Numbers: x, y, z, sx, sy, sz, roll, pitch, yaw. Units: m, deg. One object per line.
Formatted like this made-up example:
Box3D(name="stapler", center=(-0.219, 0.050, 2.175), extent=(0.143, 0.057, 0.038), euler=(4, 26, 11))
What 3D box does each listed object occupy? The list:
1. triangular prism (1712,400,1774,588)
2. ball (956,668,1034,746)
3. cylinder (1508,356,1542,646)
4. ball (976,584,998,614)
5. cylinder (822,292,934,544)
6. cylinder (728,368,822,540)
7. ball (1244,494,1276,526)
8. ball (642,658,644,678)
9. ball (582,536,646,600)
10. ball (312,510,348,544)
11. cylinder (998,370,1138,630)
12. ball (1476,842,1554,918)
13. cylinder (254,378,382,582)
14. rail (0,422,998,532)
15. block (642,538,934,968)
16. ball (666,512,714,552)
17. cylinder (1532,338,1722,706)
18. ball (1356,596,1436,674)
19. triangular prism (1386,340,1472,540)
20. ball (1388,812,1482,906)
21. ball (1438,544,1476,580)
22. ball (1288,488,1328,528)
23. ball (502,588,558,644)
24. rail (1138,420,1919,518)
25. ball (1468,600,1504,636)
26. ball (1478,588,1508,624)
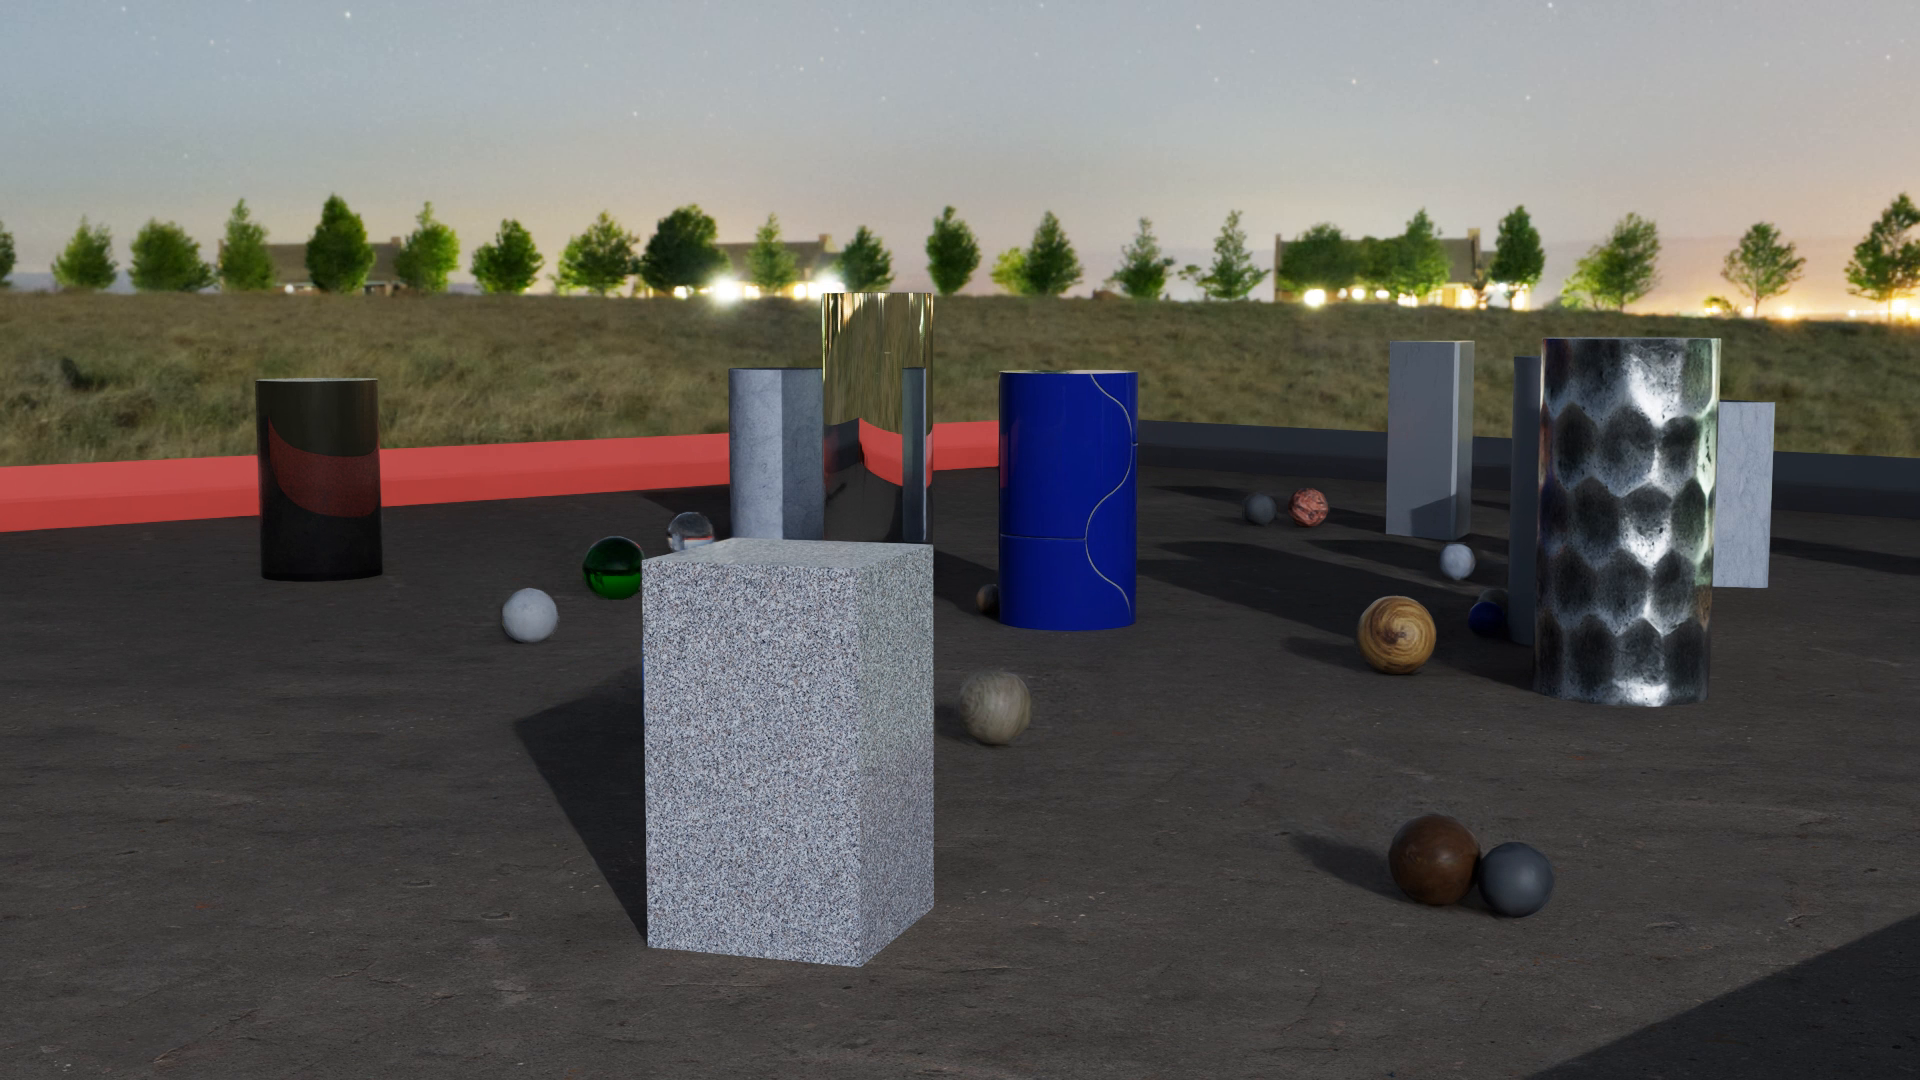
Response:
Box3D(name="triangular prism", center=(1.236, -0.081, 3.626), extent=(0.172, 0.298, 0.149), euler=(1, 6, 13))
Box3D(name="ball", center=(0.036, 0.172, 2.260), extent=(0.079, 0.079, 0.079), euler=(0, 6, 0))
Box3D(name="cylinder", center=(0.846, -0.055, 2.969), extent=(0.199, 0.383, 0.199), euler=(0, 6, 0))
Box3D(name="ball", center=(0.045, 0.087, 3.238), extent=(0.044, 0.044, 0.044), euler=(0, 6, 0))
Box3D(name="cylinder", center=(-0.147, -0.201, 3.922), extent=(0.199, 0.476, 0.199), euler=(0, 6, 0))
Box3D(name="cylinder", center=(-0.352, -0.169, 4.308), extent=(0.199, 0.332, 0.199), euler=(0, 6, 0))
Box3D(name="ball", center=(0.622, -0.063, 4.563), extent=(0.068, 0.068, 0.068), euler=(0, 6, 0))
Box3D(name="ball", center=(-0.306, 0.143, 2.450), extent=(0.096, 0.096, 0.096), euler=(0, 6, 0))
Box3D(name="ball", center=(-0.532, 0.044, 3.389), extent=(0.099, 0.099, 0.099), euler=(0, 6, 0))
Box3D(name="ball", center=(-1.205, -0.025, 4.206), extent=(0.067, 0.067, 0.067), euler=(0, 6, 0))
Box3D(name="cylinder", center=(0.155, -0.062, 3.151), extent=(0.199, 0.358, 0.199), euler=(0, 6, 0))
Box3D(name="ball", center=(0.409, 0.250, 1.620), extent=(0.055, 0.055, 0.055), euler=(0, 6, 0))
Box3D(name="cylinder", center=(-1.079, -0.105, 3.707), extent=(0.199, 0.330, 0.199), euler=(0, 6, 0))
Box3D(name="rail", center=(-1.429, -0.127, 4.872), extent=(4.892, 0.129, 0.045), euler=(-5, 8, -42))
Box3D(name="block", center=(-0.119, 0.145, 1.581), extent=(0.159, 0.273, 0.159), euler=(2, 6, 18))
Box3D(name="ball", center=(-0.484, -0.008, 3.953), extent=(0.086, 0.086, 0.086), euler=(0, 6, 0))
Box3D(name="cylinder", center=(0.774, -0.028, 2.560), extent=(0.199, 0.413, 0.199), euler=(0, 6, 0))
Box3D(name="ball", center=(0.535, 0.116, 2.701), extent=(0.097, 0.097, 0.097), euler=(0, 6, 0))
Box3D(name="triangular prism", center=(0.965, -0.202, 4.367), extent=(0.149, 0.385, 0.172), euler=(-5, 7, -37))
Box3D(name="ball", center=(0.357, 0.240, 1.653), extent=(0.069, 0.069, 0.069), euler=(0, 6, 0))
Box3D(name="ball", center=(0.823, 0.036, 3.643), extent=(0.061, 0.061, 0.061), euler=(0, 6, 0))
Box3D(name="ball", center=(0.718, -0.067, 4.534), extent=(0.082, 0.082, 0.082), euler=(0, 6, 0))
Box3D(name="ball", center=(-0.577, 0.102, 2.948), extent=(0.074, 0.074, 0.074), euler=(0, 6, 0))
Box3D(name="rail", center=(1.780, -0.137, 4.966), extent=(0.045, 0.129, 4.262), euler=(-5, 8, -42))
Box3D(name="ball", center=(0.721, 0.108, 3.014), extent=(0.049, 0.049, 0.049), euler=(0, 6, 0))
Box3D(name="ball", center=(0.762, 0.094, 3.123), extent=(0.054, 0.054, 0.054), euler=(0, 6, 0))
